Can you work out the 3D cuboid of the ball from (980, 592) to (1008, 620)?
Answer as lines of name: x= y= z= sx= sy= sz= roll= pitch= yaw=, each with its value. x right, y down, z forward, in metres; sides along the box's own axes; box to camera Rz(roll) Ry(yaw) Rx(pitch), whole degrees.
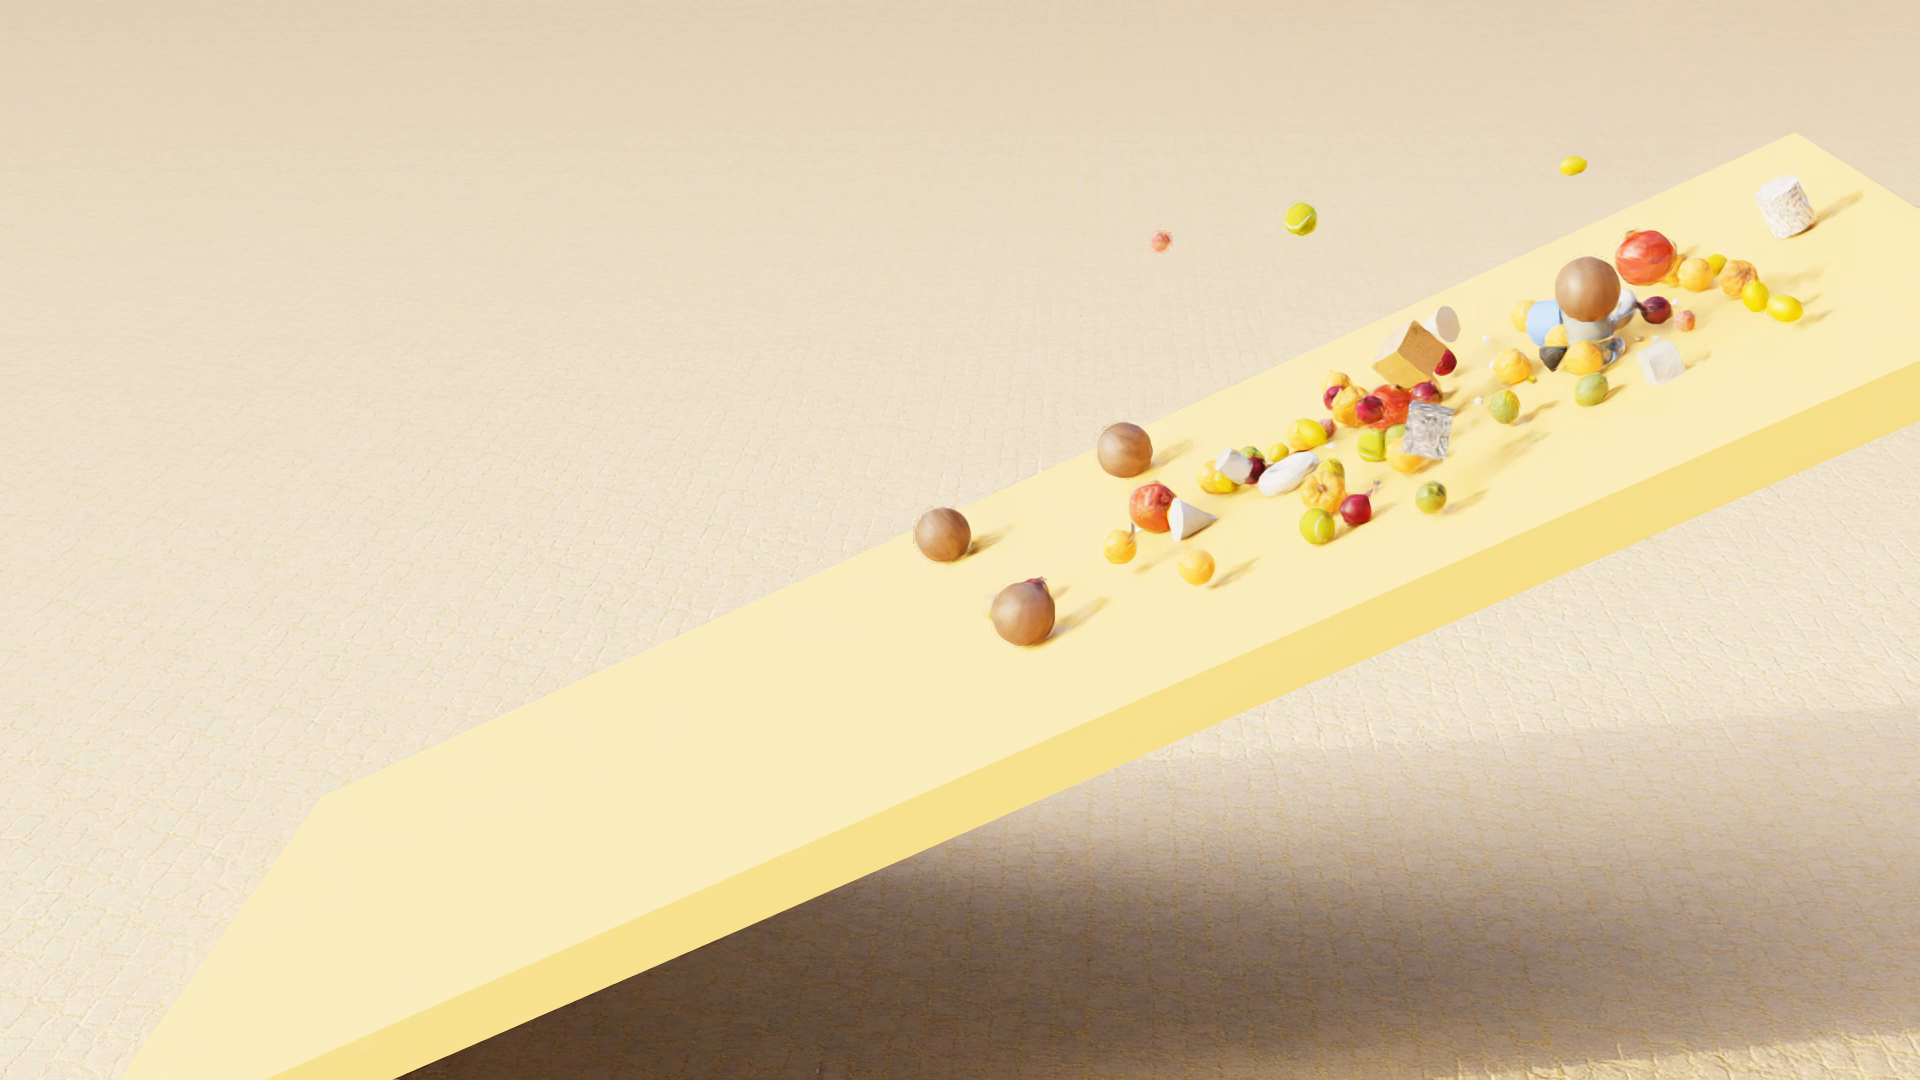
ball: x=0.071 y=0.139 z=6.171 sx=0.058 sy=0.058 sz=0.058 roll=0 pitch=16 yaw=0

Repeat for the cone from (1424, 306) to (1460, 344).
cone: x=1.018 y=-0.458 z=6.332 sx=0.082 sy=0.082 sz=0.082 roll=-15 pitch=4 yaw=-43

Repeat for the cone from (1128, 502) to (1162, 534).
cone: x=0.400 y=-0.045 z=6.310 sx=0.072 sy=0.072 sz=0.072 roll=0 pitch=16 yaw=-3

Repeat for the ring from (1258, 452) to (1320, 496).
ring: x=0.682 y=-0.137 z=6.090 sx=0.140 sy=0.047 sz=0.140 roll=-28 pitch=10 yaw=5

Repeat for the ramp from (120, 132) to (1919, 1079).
ramp: x=0.136 y=0.169 z=6.282 sx=4.000 sy=0.100 sz=2.000 roll=-24 pitch=13 yaw=9

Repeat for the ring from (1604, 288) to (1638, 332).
ring: x=1.339 y=-0.469 z=6.012 sx=0.035 sy=0.106 sz=0.106 roll=41 pitch=-4 yaw=-28

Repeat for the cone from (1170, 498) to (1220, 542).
cone: x=0.493 y=-0.043 z=6.102 sx=0.094 sy=0.094 sz=0.094 roll=-2 pitch=16 yaw=-13

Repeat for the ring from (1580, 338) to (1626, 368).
ring: x=1.286 y=-0.373 z=5.885 sx=0.095 sy=0.032 sz=0.095 roll=-26 pitch=10 yaw=5

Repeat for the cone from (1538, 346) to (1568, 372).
cone: x=1.209 y=-0.379 z=5.944 sx=0.057 sy=0.057 sz=0.057 roll=-34 pitch=-4 yaw=32

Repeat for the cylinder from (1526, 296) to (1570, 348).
cylinder: x=1.248 y=-0.454 z=6.118 sx=0.099 sy=0.099 sz=0.099 roll=-10 pitch=3 yaw=-32

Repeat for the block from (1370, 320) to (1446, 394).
block: x=0.917 y=-0.374 z=6.009 sx=0.093 sy=0.093 sz=0.093 roll=-31 pitch=23 yaw=57

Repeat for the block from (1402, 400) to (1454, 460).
block: x=0.881 y=-0.207 z=5.535 sx=0.083 sy=0.083 sz=0.083 roll=10 pitch=16 yaw=8

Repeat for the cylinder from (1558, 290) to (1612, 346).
cylinder: x=1.259 y=-0.447 z=5.922 sx=0.090 sy=0.090 sz=0.090 roll=-15 pitch=8 yaw=2

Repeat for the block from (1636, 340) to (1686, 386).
block: x=1.334 y=-0.337 z=5.594 sx=0.060 sy=0.060 sz=0.060 roll=-27 pitch=13 yaw=-2

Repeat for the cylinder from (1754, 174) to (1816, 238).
cylinder: x=1.712 y=-0.692 z=6.102 sx=0.094 sy=0.094 sz=0.094 roll=-29 pitch=20 yaw=12
